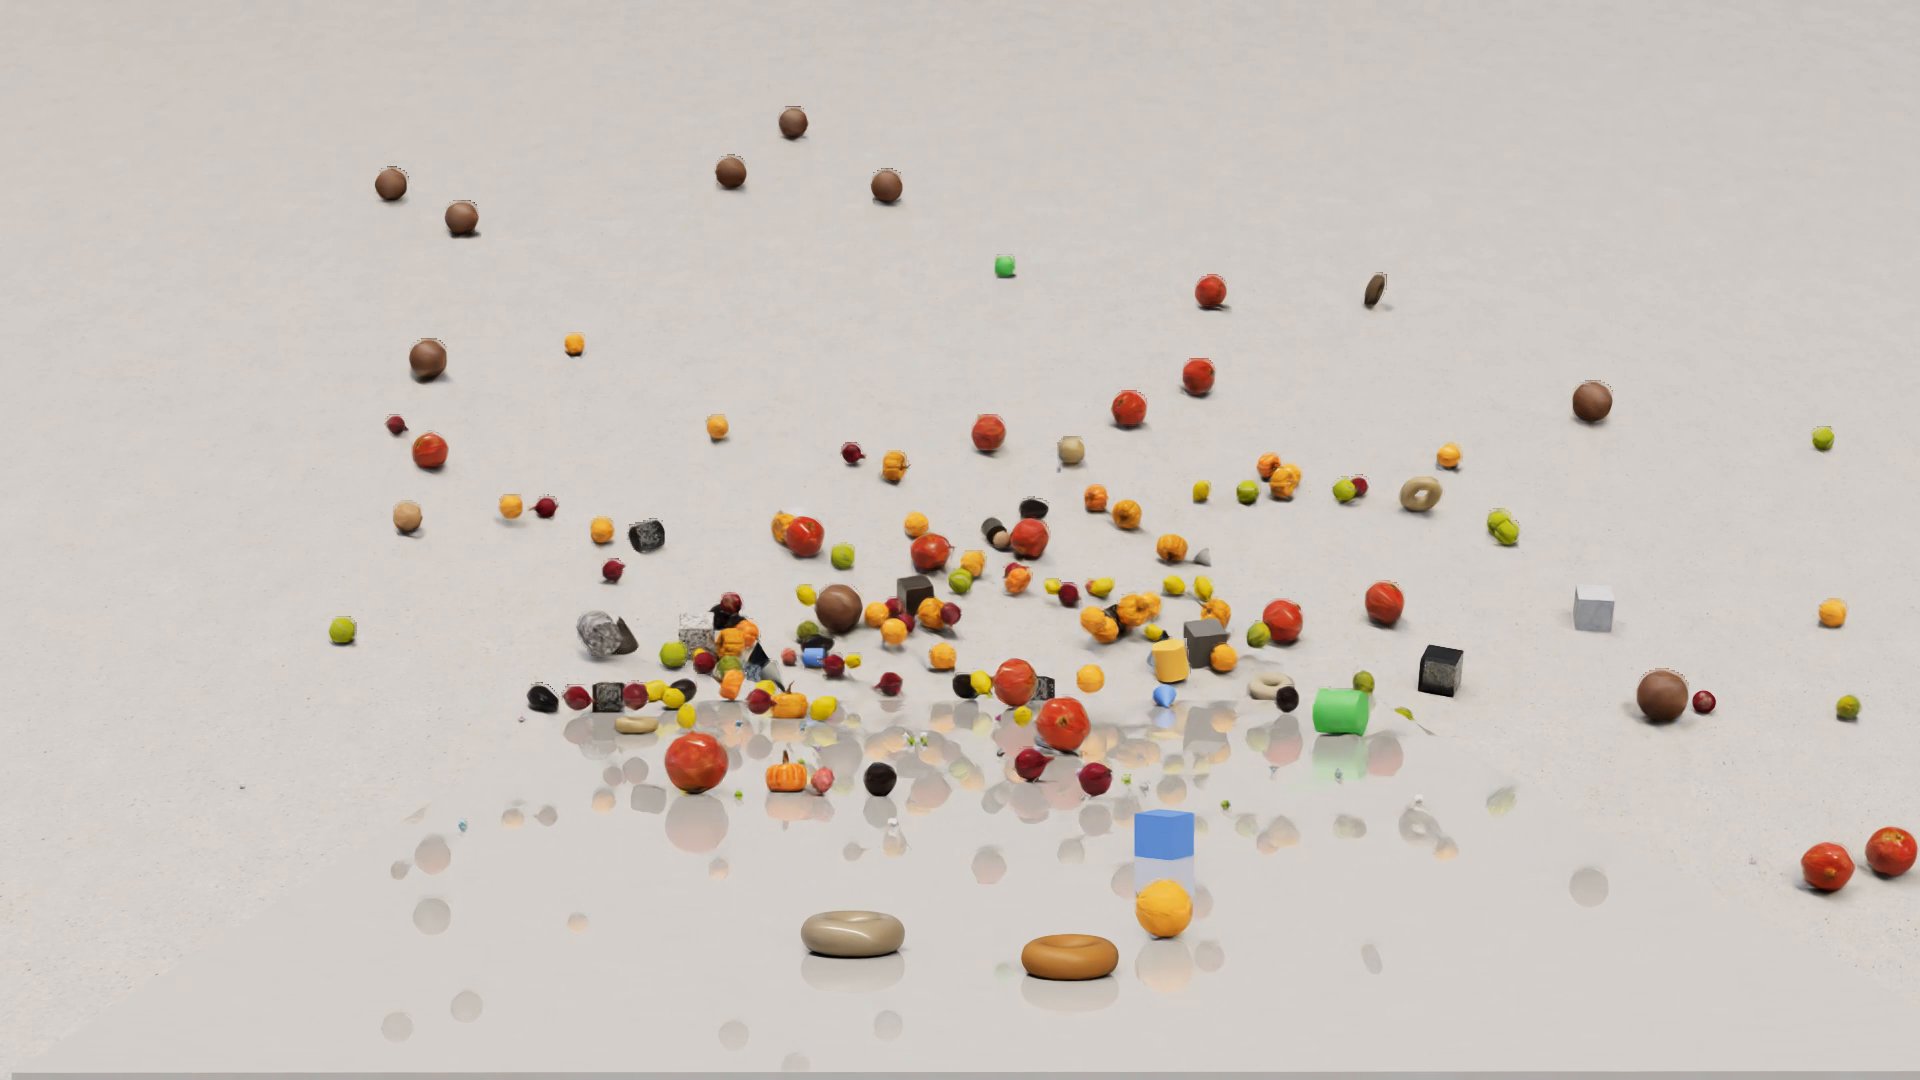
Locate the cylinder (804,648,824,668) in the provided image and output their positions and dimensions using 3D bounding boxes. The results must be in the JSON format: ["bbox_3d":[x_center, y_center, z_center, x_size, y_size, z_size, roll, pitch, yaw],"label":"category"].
[{"bbox_3d":[-0.392,0.315,6.906,0.052,0.052,0.052,0,25,0],"label":"cylinder"}]

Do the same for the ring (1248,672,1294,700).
[{"bbox_3d":[0.819,0.386,6.770,0.122,0.041,0.122,-1,25,1],"label":"ring"}]

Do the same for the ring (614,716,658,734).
[{"bbox_3d":[-0.725,0.414,5.781,0.099,0.033,0.099,1,1,0],"label":"ring"}]

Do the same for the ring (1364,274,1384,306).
[{"bbox_3d":[1.522,-0.917,9.463,0.040,0.120,0.120,25,33,21],"label":"ring"}]

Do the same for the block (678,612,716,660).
[{"bbox_3d":[-0.712,0.260,6.974,0.094,0.094,0.094,-2,25,-4],"label":"block"}]

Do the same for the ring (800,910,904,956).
[{"bbox_3d":[-0.133,0.487,3.191,0.130,0.043,0.130,1,1,0],"label":"ring"}]

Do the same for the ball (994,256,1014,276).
[{"bbox_3d":[0.168,-1.037,9.770,0.078,0.078,0.078,0,25,0],"label":"ball"}]

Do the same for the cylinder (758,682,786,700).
[{"bbox_3d":[-0.486,0.397,6.658,0.057,0.057,0.057,-13,-8,-26],"label":"cylinder"}]

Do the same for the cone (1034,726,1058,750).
[{"bbox_3d":[0.192,0.428,5.432,0.054,0.054,0.054,-10,39,-21],"label":"cone"}]

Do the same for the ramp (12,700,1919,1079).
[{"bbox_3d":[0.057,0.517,4.557,2.000,0.100,4.000,0,2,0],"label":"ramp"}]

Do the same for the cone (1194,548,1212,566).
[{"bbox_3d":[0.715,0.061,7.484,0.052,0.052,0.052,-20,58,-36],"label":"cone"}]

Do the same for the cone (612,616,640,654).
[{"bbox_3d":[-0.920,0.247,7.003,0.093,0.093,0.093,0,25,0],"label":"cone"}]

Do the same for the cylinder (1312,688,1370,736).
[{"bbox_3d":[0.844,0.381,5.710,0.098,0.098,0.098,8,26,25],"label":"cylinder"}]

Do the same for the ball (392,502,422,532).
[{"bbox_3d":[-1.648,-0.067,7.684,0.087,0.087,0.087,0,25,0],"label":"ball"}]

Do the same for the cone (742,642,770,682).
[{"bbox_3d":[-0.536,0.311,6.861,0.097,0.097,0.097,0,25,0],"label":"cone"}]

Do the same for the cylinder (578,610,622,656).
[{"bbox_3d":[-0.971,0.251,6.947,0.096,0.096,0.096,-10,23,-21],"label":"cylinder"}]

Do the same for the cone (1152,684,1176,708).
[{"bbox_3d":[0.508,0.399,6.370,0.060,0.060,0.060,-1,28,-3],"label":"cone"}]

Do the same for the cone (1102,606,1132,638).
[{"bbox_3d":[0.434,0.239,7.078,0.086,0.086,0.086,-2,48,-4],"label":"cone"}]

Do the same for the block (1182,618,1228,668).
[{"bbox_3d":[0.659,0.278,6.937,0.094,0.094,0.094,-6,26,-12],"label":"block"}]

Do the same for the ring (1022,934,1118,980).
[{"bbox_3d":[0.130,0.493,3.051,0.116,0.039,0.116,-1,3,0],"label":"ring"}]

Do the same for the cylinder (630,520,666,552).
[{"bbox_3d":[-0.918,-0.011,7.572,0.078,0.078,0.078,-16,30,-31],"label":"cylinder"}]

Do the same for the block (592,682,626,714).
[{"bbox_3d":[-0.852,0.383,6.250,0.067,0.067,0.067,0,2,6],"label":"block"}]

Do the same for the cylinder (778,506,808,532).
[{"bbox_3d":[-0.501,-0.063,7.699,0.066,0.066,0.066,-17,30,-33],"label":"cylinder"}]

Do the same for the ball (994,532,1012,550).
[{"bbox_3d":[0.124,0.001,7.577,0.054,0.054,0.054,0,25,0],"label":"ball"}]

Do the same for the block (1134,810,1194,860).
[{"bbox_3d":[0.314,0.452,3.958,0.066,0.066,0.066,1,2,38],"label":"block"}]

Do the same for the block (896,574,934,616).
[{"bbox_3d":[-0.125,0.155,7.214,0.081,0.081,0.081,-8,26,-17],"label":"block"}]

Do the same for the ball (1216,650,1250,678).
[{"bbox_3d":[0.728,0.338,6.888,0.088,0.088,0.088,0,25,0],"label":"ball"}]

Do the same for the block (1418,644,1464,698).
[{"bbox_3d":[1.267,0.345,6.792,0.094,0.094,0.094,10,27,20],"label":"block"}]

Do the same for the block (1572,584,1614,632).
[{"bbox_3d":[1.751,0.188,7.126,0.096,0.096,0.096,3,25,7],"label":"block"}]

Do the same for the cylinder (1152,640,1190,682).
[{"bbox_3d":[0.559,0.319,6.837,0.087,0.087,0.087,-9,17,3],"label":"cylinder"}]

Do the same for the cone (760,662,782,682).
[{"bbox_3d":[-0.486,0.362,6.811,0.059,0.059,0.059,33,39,32],"label":"cone"}]

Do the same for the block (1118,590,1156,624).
[{"bbox_3d":[0.492,0.186,7.153,0.066,0.066,0.066,-7,59,-26],"label":"block"}]

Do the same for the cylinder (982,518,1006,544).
[{"bbox_3d":[0.102,-0.026,7.625,0.063,0.063,0.063,-6,26,-13],"label":"cylinder"}]
